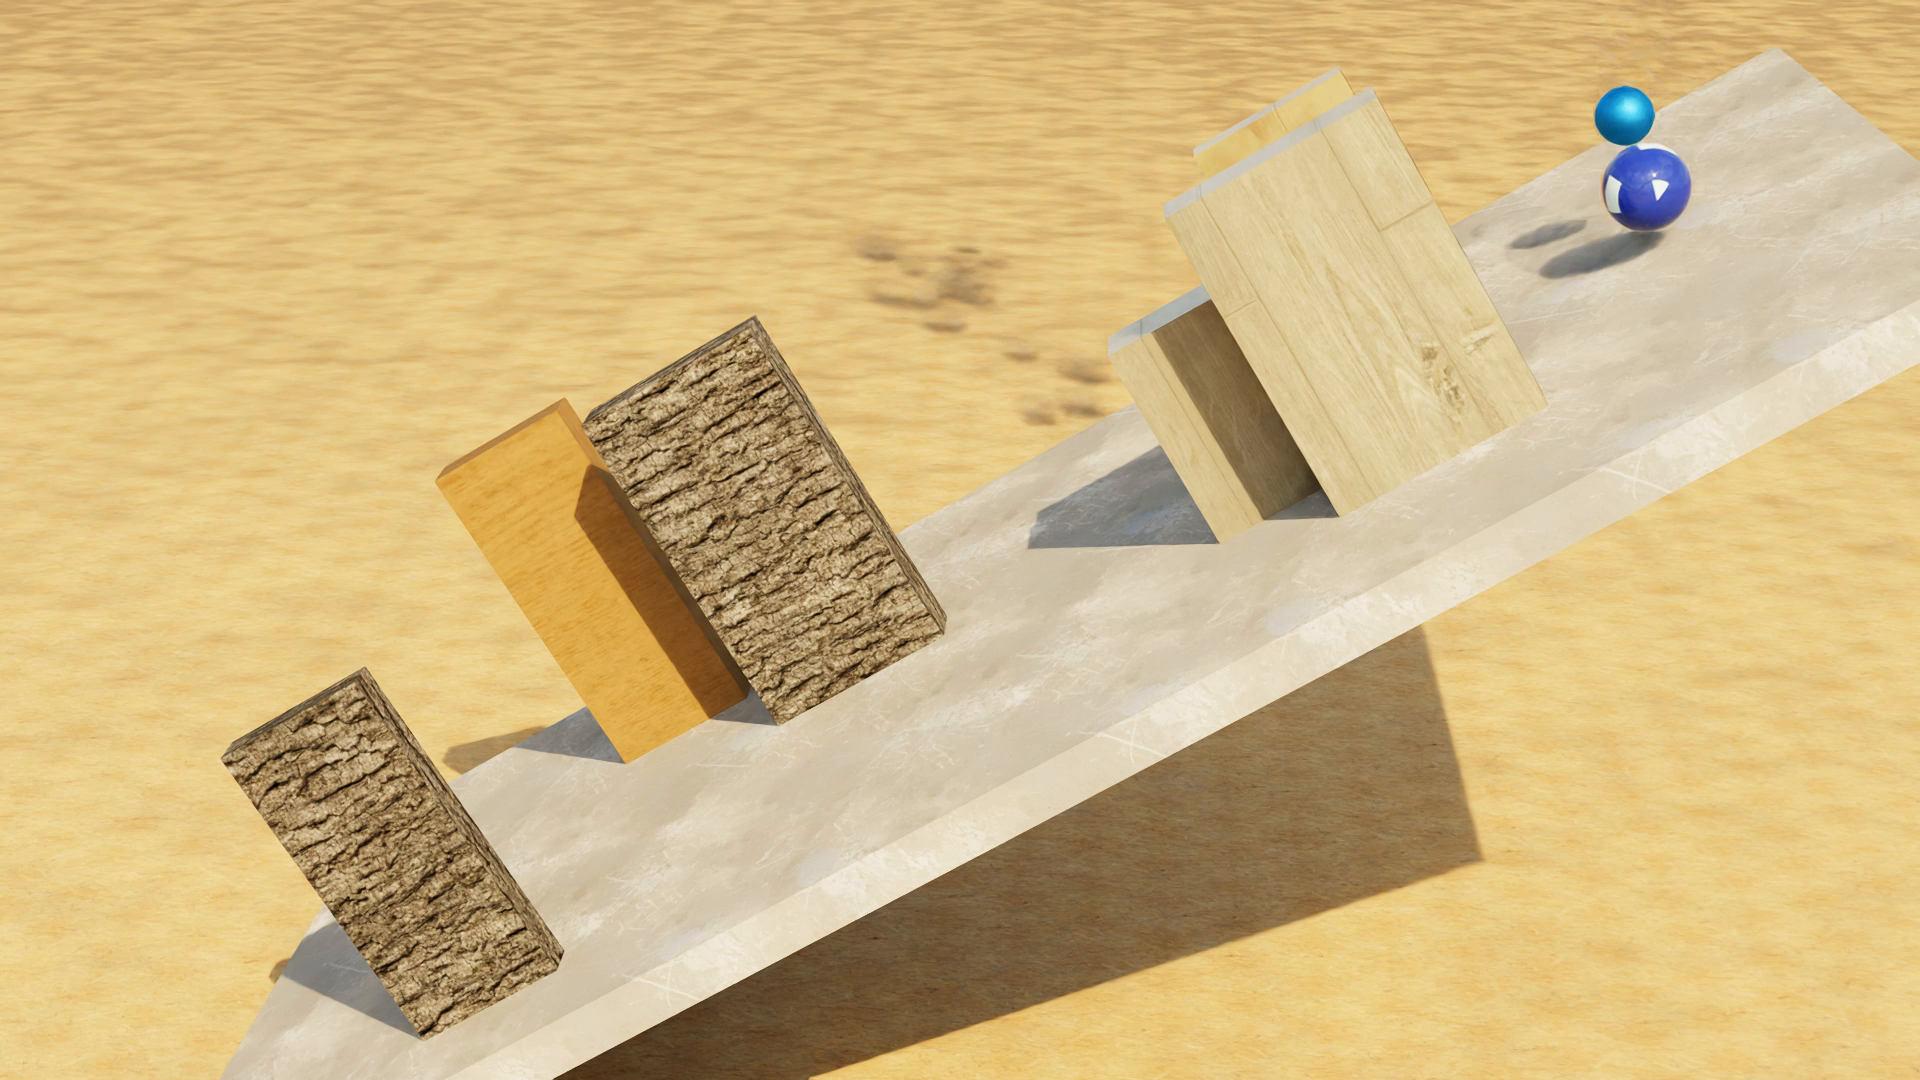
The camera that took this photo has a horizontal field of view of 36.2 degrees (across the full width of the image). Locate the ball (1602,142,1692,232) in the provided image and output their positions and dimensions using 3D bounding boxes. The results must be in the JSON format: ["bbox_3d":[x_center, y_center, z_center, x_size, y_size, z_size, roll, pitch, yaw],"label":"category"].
[{"bbox_3d":[1.374,-0.706,5.888,0.177,0.177,0.177,0,19,0],"label":"ball"}]

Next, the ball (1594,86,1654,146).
[{"bbox_3d":[1.363,-0.870,6.035,0.120,0.120,0.120,0,19,0],"label":"ball"}]

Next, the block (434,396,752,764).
[{"bbox_3d":[-0.833,0.098,6.732,0.332,0.795,0.108,-29,15,12],"label":"block"}]

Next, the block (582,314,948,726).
[{"bbox_3d":[-0.414,-0.036,6.326,0.422,0.788,0.123,-29,15,12],"label":"block"}]

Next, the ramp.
[{"bbox_3d":[0.142,0.168,6.287,4.000,0.100,2.000,-29,15,12],"label":"ramp"}]

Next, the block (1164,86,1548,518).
[{"bbox_3d":[0.742,-0.441,5.512,0.441,0.670,0.123,-29,15,12],"label":"block"}]

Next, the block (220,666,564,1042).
[{"bbox_3d":[-1.109,0.621,5.775,0.320,0.703,0.085,-29,15,12],"label":"block"}]

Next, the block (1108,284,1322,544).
[{"bbox_3d":[0.587,-0.299,5.812,0.422,0.445,0.149,-29,15,12],"label":"block"}]

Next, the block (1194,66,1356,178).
[{"bbox_3d":[0.832,-0.796,6.862,0.385,0.480,0.082,-29,15,12],"label":"block"}]
